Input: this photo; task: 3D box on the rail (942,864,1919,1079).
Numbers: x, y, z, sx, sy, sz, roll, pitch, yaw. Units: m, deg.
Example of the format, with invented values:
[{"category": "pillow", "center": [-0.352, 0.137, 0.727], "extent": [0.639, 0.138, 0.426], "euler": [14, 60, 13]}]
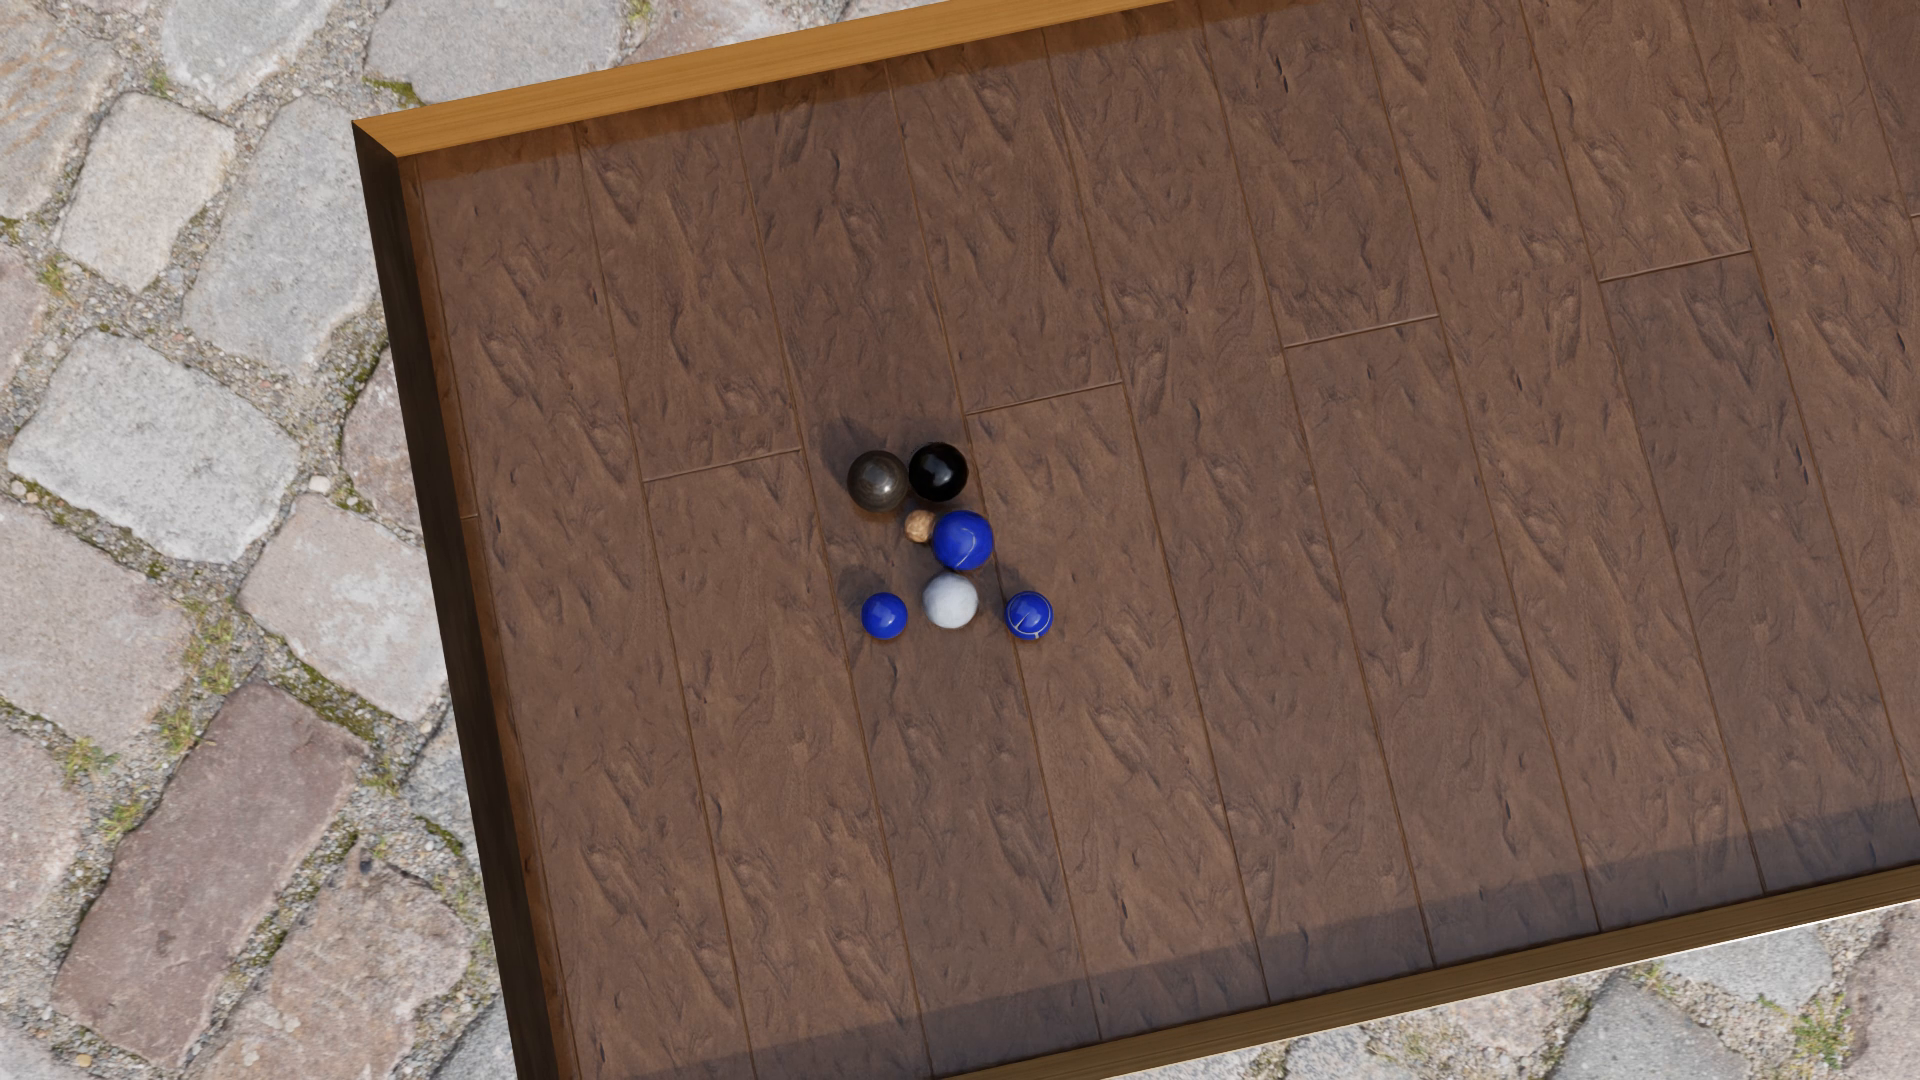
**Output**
[{"category": "rail", "center": [0.912, 0.590, 3.152], "extent": [3.063, 0.122, 0.045], "euler": [-12, 80, -2]}]

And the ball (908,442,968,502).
[{"category": "ball", "center": [-0.032, -0.102, 3.293], "extent": [0.090, 0.090, 0.090], "euler": [0, 80, 0]}]

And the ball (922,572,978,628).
[{"category": "ball", "center": [-0.014, 0.090, 3.262], "extent": [0.084, 0.084, 0.084], "euler": [0, 80, 0]}]

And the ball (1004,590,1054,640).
[{"category": "ball", "center": [0.102, 0.112, 3.263], "extent": [0.074, 0.074, 0.074], "euler": [0, 80, 0]}]

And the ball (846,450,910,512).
[{"category": "ball", "center": [-0.123, -0.088, 3.289], "extent": [0.094, 0.094, 0.094], "euler": [0, 80, 0]}]

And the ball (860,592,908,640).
[{"category": "ball", "center": [-0.113, 0.112, 3.265], "extent": [0.071, 0.071, 0.071], "euler": [0, 80, 0]}]

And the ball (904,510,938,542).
[{"category": "ball", "center": [-0.058, -0.021, 3.299], "extent": [0.050, 0.050, 0.050], "euler": [0, 80, 0]}]

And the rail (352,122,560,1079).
[{"category": "rail", "center": [-0.726, 0.149, 3.231], "extent": [0.045, 0.122, 1.609], "euler": [-12, 80, -2]}]

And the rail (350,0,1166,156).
[{"category": "rail", "center": [0.585, -0.914, 3.421], "extent": [3.063, 0.122, 0.045], "euler": [-12, 80, -2]}]

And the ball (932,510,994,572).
[{"category": "ball", "center": [0.005, 0.000, 3.274], "extent": [0.092, 0.092, 0.092], "euler": [0, 80, 0]}]
